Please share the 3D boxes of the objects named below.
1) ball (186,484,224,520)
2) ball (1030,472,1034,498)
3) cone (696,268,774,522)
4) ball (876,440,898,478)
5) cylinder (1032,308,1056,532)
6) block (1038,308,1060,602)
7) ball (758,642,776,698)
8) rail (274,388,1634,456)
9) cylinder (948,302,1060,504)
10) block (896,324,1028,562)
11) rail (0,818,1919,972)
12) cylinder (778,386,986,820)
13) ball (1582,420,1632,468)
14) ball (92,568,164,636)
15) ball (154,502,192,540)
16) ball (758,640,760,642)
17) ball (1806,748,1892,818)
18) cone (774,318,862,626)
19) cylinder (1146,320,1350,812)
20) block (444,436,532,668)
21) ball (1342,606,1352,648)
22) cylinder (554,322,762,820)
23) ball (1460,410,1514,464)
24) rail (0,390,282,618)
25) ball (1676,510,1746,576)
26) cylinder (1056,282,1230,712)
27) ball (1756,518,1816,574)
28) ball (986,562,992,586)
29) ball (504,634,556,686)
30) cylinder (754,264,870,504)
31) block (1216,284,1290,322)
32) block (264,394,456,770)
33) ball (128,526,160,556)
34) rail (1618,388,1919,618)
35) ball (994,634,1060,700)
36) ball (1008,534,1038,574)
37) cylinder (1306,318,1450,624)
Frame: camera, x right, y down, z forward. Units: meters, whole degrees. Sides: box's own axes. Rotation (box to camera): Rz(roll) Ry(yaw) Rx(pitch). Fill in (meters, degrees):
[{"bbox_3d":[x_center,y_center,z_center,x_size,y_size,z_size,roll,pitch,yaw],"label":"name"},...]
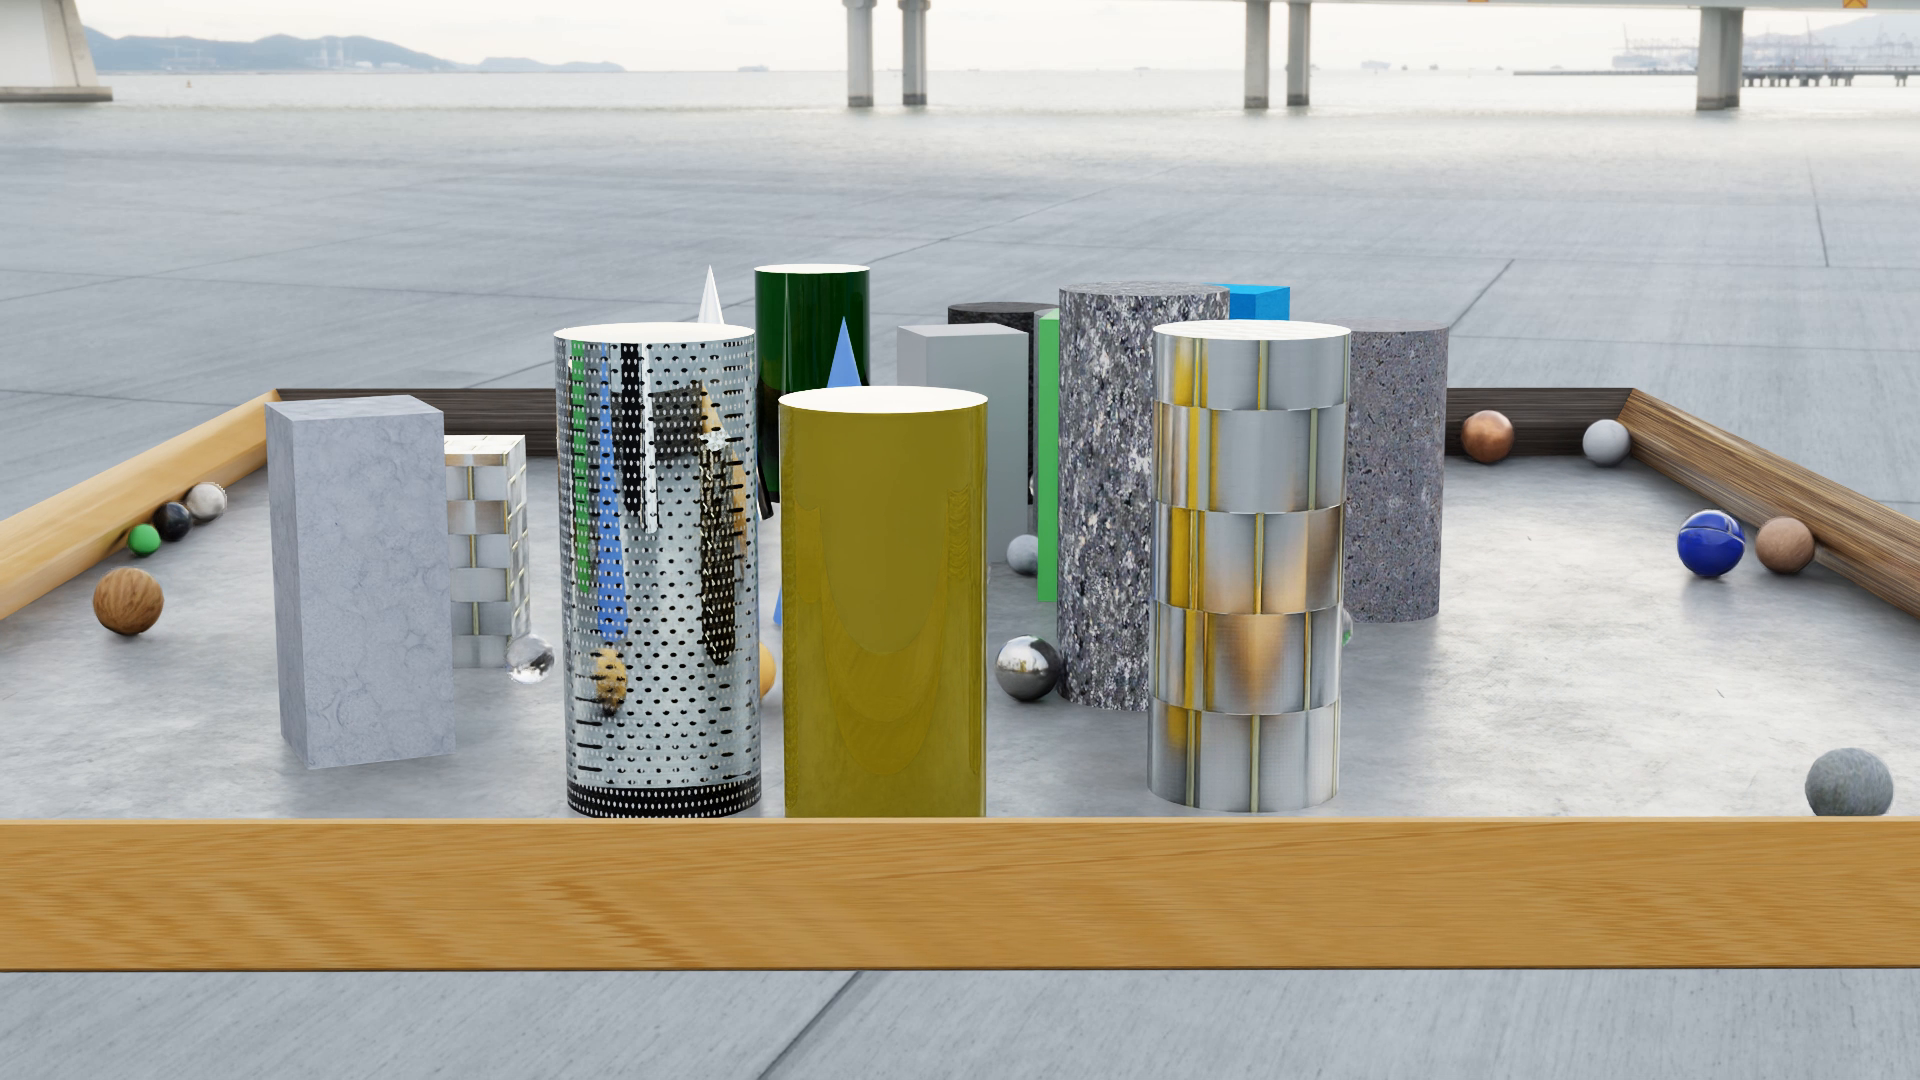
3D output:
[{"bbox_3d":[-1.217,-0.060,4.135,0.059,0.059,0.059,0,11,0],"label":"ball"},{"bbox_3d":[0.153,-0.092,4.264,0.077,0.077,0.077,0,11,0],"label":"ball"},{"bbox_3d":[-0.402,-0.242,4.161,0.195,0.409,0.195,0,11,0],"label":"cone"},{"bbox_3d":[-0.133,-0.145,4.576,0.067,0.067,0.067,0,11,0],"label":"ball"},{"bbox_3d":[0.213,-0.186,4.041,0.195,0.343,0.195,0,11,0],"label":"cylinder"},{"bbox_3d":[0.198,-0.118,3.552,0.156,0.388,0.156,2,11,10],"label":"block"},{"bbox_3d":[-0.250,0.151,2.956,0.076,0.076,0.076,0,11,0],"label":"ball"},{"bbox_3d":[-0.008,-0.218,4.799,2.551,0.127,0.045,0,11,0],"label":"rail"},{"bbox_3d":[0.077,-0.234,4.355,0.195,0.323,0.195,0,11,0],"label":"cylinder"},{"bbox_3d":[0.003,-0.146,3.835,0.156,0.338,0.156,-3,11,-17],"label":"block"},{"bbox_3d":[0.008,0.283,2.099,2.551,0.127,0.045,0,11,0],"label":"rail"},{"bbox_3d":[-0.072,0.074,2.433,0.195,0.418,0.195,0,11,0],"label":"cylinder"},{"bbox_3d":[1.183,-0.177,4.691,0.086,0.086,0.086,0,11,0],"label":"ball"},{"bbox_3d":[-1.073,0.079,3.310,0.088,0.088,0.088,0,11,0],"label":"ball"},{"bbox_3d":[-1.220,-0.029,3.974,0.058,0.058,0.058,0,11,0],"label":"ball"},{"bbox_3d":[-0.252,0.146,3.025,0.061,0.061,0.061,0,11,0],"label":"ball"},{"bbox_3d":[0.855,0.239,2.469,0.080,0.080,0.080,0,11,0],"label":"ball"},{"bbox_3d":[-0.152,-0.095,3.383,0.195,0.403,0.195,0,11,0],"label":"cone"},{"bbox_3d":[0.288,0.021,2.581,0.195,0.467,0.195,0,11,0],"label":"cylinder"},{"bbox_3d":[-0.625,0.012,3.184,0.156,0.265,0.156,0,11,-1],"label":"block"},{"bbox_3d":[0.457,0.109,3.206,0.067,0.067,0.067,0,11,0],"label":"ball"},{"bbox_3d":[-0.297,0.028,2.543,0.195,0.468,0.195,0,11,0],"label":"cylinder"},{"bbox_3d":[0.974,-0.191,4.739,0.097,0.097,0.097,0,11,0],"label":"ball"},{"bbox_3d":[-1.252,0.034,3.442,0.045,0.127,2.793,0,11,0],"label":"rail"},{"bbox_3d":[1.079,0.005,3.688,0.095,0.095,0.095,0,11,0],"label":"ball"},{"bbox_3d":[0.211,-0.055,2.978,0.195,0.473,0.195,0,11,0],"label":"cylinder"},{"bbox_3d":[1.192,0.009,3.706,0.081,0.081,0.081,0,11,0],"label":"ball"},{"bbox_3d":[0.013,0.047,3.560,0.061,0.061,0.061,0,11,0],"label":"ball"},{"bbox_3d":[-0.511,0.142,3.050,0.061,0.061,0.061,0,11,0],"label":"ball"},{"bbox_3d":[-0.249,-0.267,4.352,0.195,0.387,0.195,0,11,0],"label":"cylinder"},{"bbox_3d":[0.436,-0.228,4.203,0.156,0.367,0.156,5,12,27],"label":"block"},{"bbox_3d":[-0.643,0.040,2.751,0.156,0.368,0.156,-5,12,-25],"label":"block"},{"bbox_3d":[-1.223,0.001,3.844,0.047,0.047,0.047,0,11,0],"label":"ball"},{"bbox_3d":[1.252,0.031,3.456,0.045,0.127,2.793,0,11,0],"label":"rail"},{"bbox_3d":[0.078,0.148,2.971,0.076,0.076,0.076,0,11,0],"label":"ball"},{"bbox_3d":[0.097,0.021,3.711,0.056,0.056,0.056,0,11,0],"label":"ball"},{"bbox_3d":[0.551,-0.097,3.447,0.195,0.385,0.195,0,11,0],"label":"cylinder"}]
